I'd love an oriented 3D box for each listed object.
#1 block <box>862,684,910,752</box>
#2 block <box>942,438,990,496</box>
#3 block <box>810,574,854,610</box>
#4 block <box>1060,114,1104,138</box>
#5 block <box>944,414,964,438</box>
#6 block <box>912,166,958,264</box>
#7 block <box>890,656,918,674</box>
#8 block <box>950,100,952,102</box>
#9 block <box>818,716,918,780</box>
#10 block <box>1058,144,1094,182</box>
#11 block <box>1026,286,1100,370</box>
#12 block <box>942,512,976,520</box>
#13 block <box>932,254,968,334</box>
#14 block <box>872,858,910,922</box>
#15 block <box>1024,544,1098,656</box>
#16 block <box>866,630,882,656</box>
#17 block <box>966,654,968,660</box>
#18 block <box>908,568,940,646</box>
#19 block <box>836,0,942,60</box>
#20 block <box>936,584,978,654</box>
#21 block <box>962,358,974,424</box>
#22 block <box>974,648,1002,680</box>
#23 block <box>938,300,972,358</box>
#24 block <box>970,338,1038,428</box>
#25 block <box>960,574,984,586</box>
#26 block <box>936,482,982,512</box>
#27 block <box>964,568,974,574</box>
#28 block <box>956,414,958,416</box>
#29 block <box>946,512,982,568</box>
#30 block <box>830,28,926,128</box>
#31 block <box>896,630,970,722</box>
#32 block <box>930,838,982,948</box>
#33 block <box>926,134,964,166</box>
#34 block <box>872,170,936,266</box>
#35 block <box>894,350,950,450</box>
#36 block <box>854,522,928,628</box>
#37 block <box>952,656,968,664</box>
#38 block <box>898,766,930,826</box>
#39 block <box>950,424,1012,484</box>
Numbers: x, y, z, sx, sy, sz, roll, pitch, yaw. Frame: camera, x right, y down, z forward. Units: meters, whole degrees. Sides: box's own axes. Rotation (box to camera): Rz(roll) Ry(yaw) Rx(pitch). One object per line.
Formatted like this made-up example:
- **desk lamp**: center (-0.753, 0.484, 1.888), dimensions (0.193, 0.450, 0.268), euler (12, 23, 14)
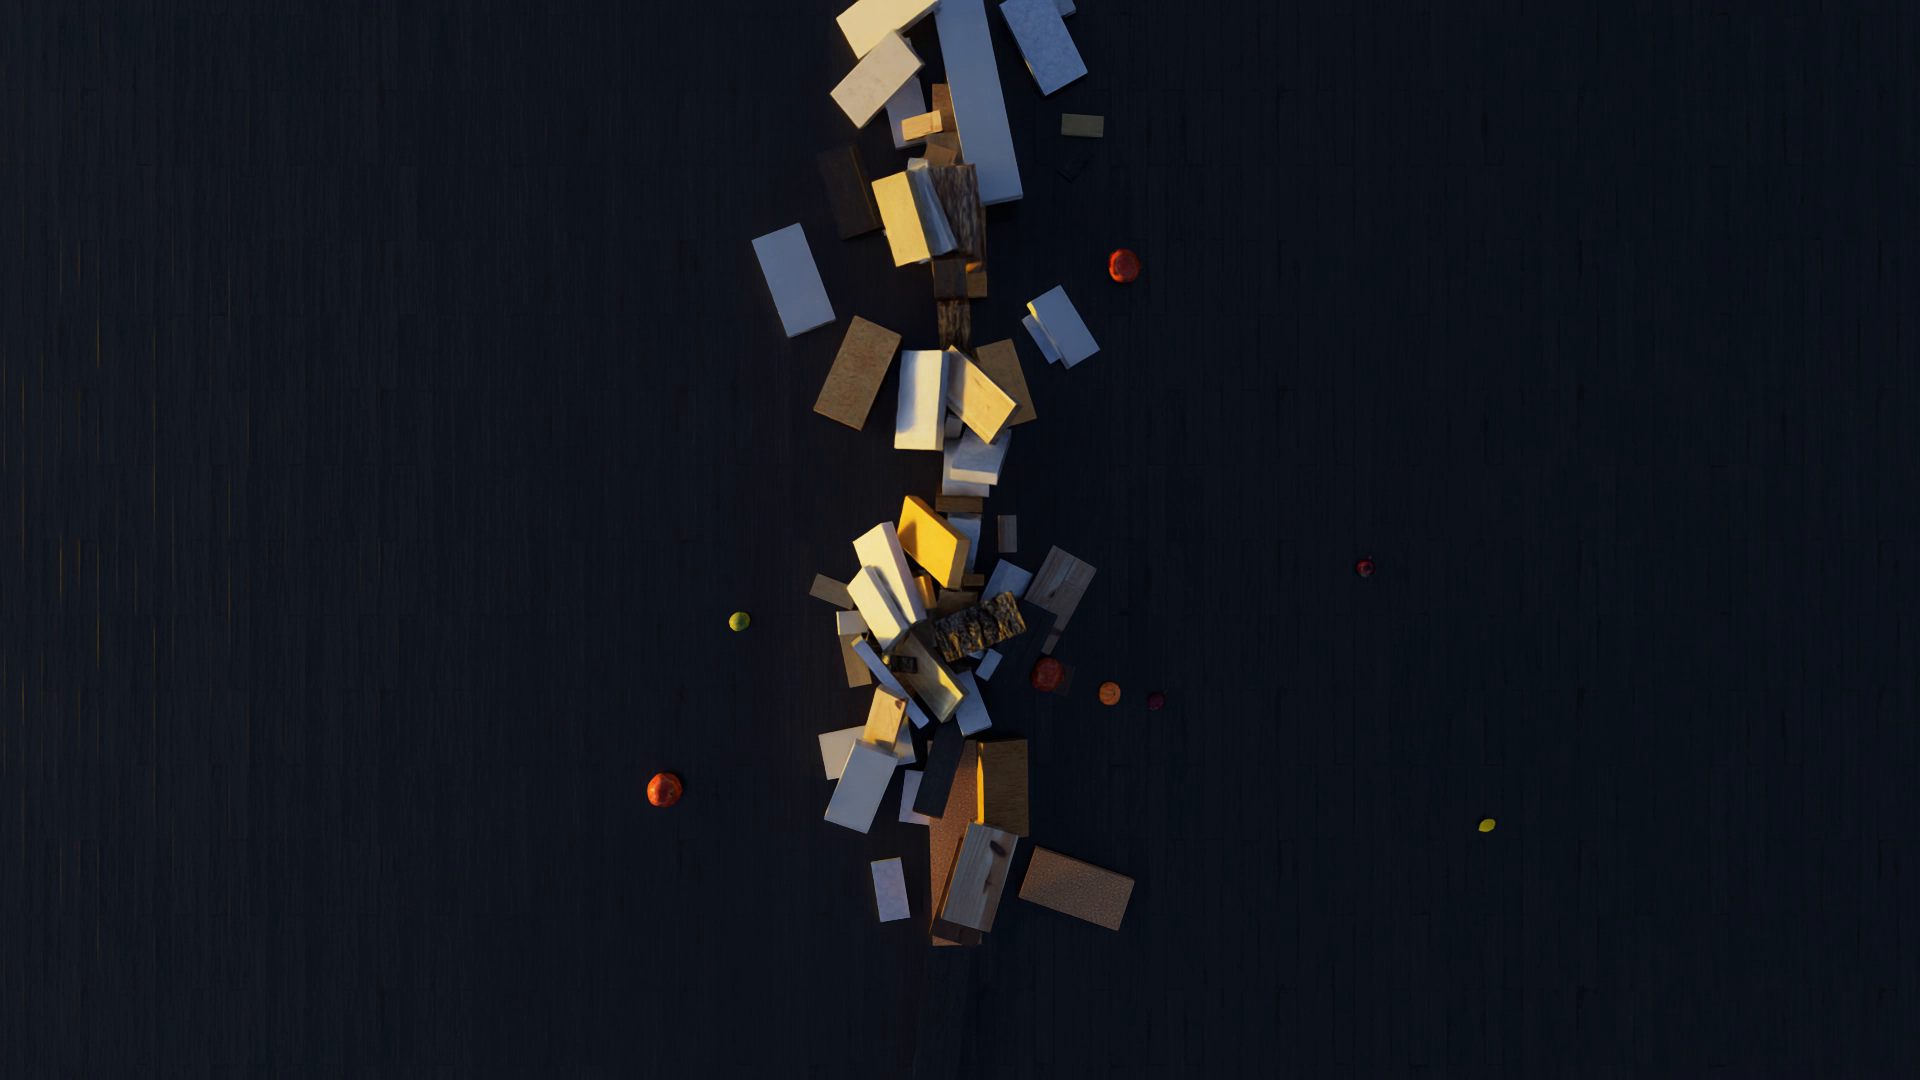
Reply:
- **block**: center (-0.240, 0.577, 5.344), dimensions (0.108, 0.030, 0.215), euler (26, 124, 14)
- **block**: center (0.021, -0.238, 5.363), dimensions (0.149, 0.298, 0.042), euler (2, 123, 0)
- **block**: center (-0.418, 0.172, 5.489), dimensions (0.149, 0.021, 0.075), euler (21, 90, 0)
- **block**: center (0.407, -1.378, 5.490), dimensions (0.139, 0.020, 0.069), euler (4, 90, 0)
- **block**: center (-0.022, -0.371, 5.453), dimensions (0.053, 0.106, 0.015), euler (13, 51, -2)
- **block**: center (-0.120, -1.041, 5.290), dimensions (0.139, 0.039, 0.278), euler (-17, 98, 38)
- **block**: center (-0.184, 0.408, 5.398), dimensions (0.104, 0.015, 0.052), euler (1, 98, 40)
- **block**: center (0.013, -1.545, 5.414), dimensions (0.100, 0.028, 0.200), euler (-3, 84, 0)
- **block**: center (-0.304, 0.687, 5.448), dimensions (0.301, 0.043, 0.150), euler (-12, 87, 6)
- **block**: center (0.385, -1.256, 5.492), dimensions (0.059, 0.017, 0.119), euler (39, 90, 0)
- **block**: center (0.343, -0.705, 5.461), dimensions (0.126, 0.036, 0.253), euler (-32, 90, -20)
- **block**: center (-0.004, -0.068, 5.391), dimensions (0.108, 0.217, 0.031), euler (2, 78, 0)
- **block**: center (-0.026, -0.781, 5.379), dimensions (0.104, 0.029, 0.329), euler (-5, 132, 0)
- **block**: center (-0.230, 1.162, 5.486), dimensions (0.099, 0.028, 0.198), euler (-9, 90, 0)
- **block**: center (0.302, 0.200, 5.477), dimensions (0.164, 0.047, 0.329), euler (29, 90, 0)
- **block**: center (-0.280, 0.331, 5.468), dimensions (0.062, 0.017, 0.123), euler (18, 94, -21)
- **block**: center (0.000, 0.381, 5.459), dimensions (0.047, 0.095, 0.013), euler (2, 49, 1)
- **block**: center (-0.127, 0.227, 5.410), dimensions (0.036, 0.127, 0.254), euler (-13, 90, -41)
- **block**: center (-0.233, -1.735, 5.409), dimensions (0.327, 0.046, 0.163), euler (-31, 82, 21)
- **block**: center (-0.009, 0.264, 5.417), dimensions (0.127, 0.036, 0.254), euler (3, 122, 0)
- **block**: center (0.032, -0.498, 5.468), dimensions (0.104, 0.029, 0.208), euler (-10, 81, 0)
- **block**: center (0.095, 0.409, 5.417), dimensions (0.049, 0.014, 0.098), euler (31, 95, 0)
- **block**: center (-0.017, -0.691, 5.419), dimensions (0.104, 0.029, 0.208), euler (-3, 132, 0)
- **block**: center (0.145, -0.515, 5.453), dimensions (0.139, 0.039, 0.278), euler (-18, 90, -25)
- **block**: center (0.014, 0.129, 5.373), dimensions (0.127, 0.254, 0.036), euler (2, 88, 0)
- **block**: center (-0.002, -0.140, 5.350), dimensions (0.149, 0.298, 0.042), euler (2, 102, 0)
- **block**: center (-0.004, 0.026, 5.412), dimensions (0.108, 0.217, 0.031), euler (2, 45, 0)
- **block**: center (0.011, -0.455, 5.484), dimensions (0.053, 0.015, 0.106), euler (-7, 81, 1)
- **block**: center (0.003, 0.000, 5.332), dimensions (0.108, 0.031, 0.217), euler (6, 134, -3)
- **block**: center (-0.270, -1.514, 5.418), dimensions (0.302, 0.043, 0.151), euler (-40, 89, 25)
- **block**: center (-0.095, 0.444, 5.365), dimensions (0.277, 0.039, 0.139), euler (50, 125, 23)
- **block**: center (0.024, 1.151, 5.374), dimensions (0.160, 0.045, 0.320), euler (17, 93, -1)
- **block**: center (-0.021, -1.154, 5.399), dimensions (0.171, 0.048, 0.341), euler (0, 90, 0)
- **block**: center (-0.179, -1.030, 5.284), dimensions (0.139, 0.039, 0.278), euler (-9, 103, 37)
- **block**: center (-0.125, -0.459, 5.437), dimensions (0.162, 0.046, 0.324), euler (4, 90, 33)
- **block**: center (-0.229, 0.129, 5.390), dimensions (0.048, 0.170, 0.340), euler (-11, 76, -41)
- **block**: center (0.002, 0.413, 5.446), dimensions (0.047, 0.013, 0.095), euler (-17, 116, 10)
- **block**: center (-0.018, 0.862, 5.452), dimensions (0.346, 0.049, 0.173), euler (8, 93, 0)
- **block**: center (0.071, -0.280, 5.352), dimensions (0.149, 0.298, 0.042), euler (7, 123, 8)
